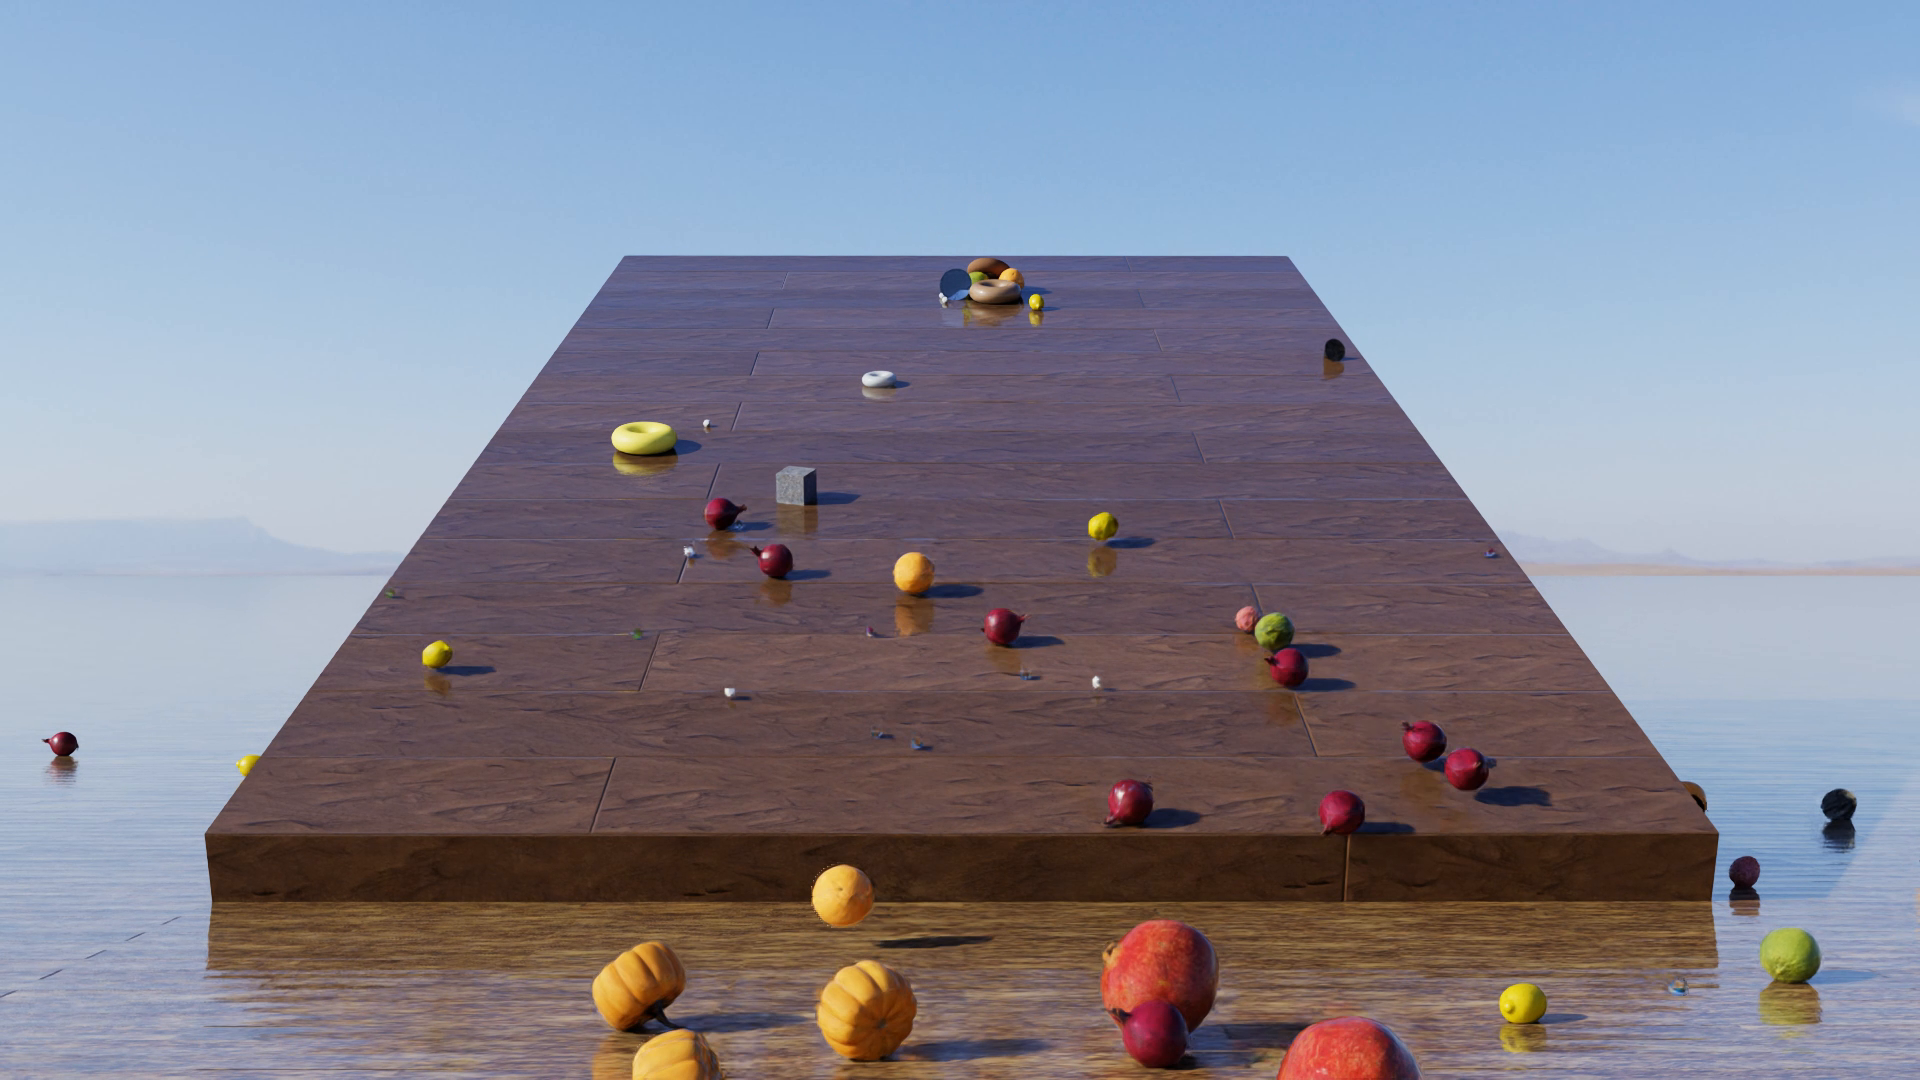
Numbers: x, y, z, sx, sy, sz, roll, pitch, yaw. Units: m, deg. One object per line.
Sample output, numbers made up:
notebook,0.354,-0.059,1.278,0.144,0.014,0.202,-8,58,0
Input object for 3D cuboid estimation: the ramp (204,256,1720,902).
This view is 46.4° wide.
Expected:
ramp,-0.004,-0.188,4.872,2.000,0.100,4.000,0,18,0

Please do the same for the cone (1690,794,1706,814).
cone,1.234,0.475,3.747,0.077,0.077,0.077,31,-17,-29

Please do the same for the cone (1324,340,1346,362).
cone,0.907,-0.459,5.502,0.057,0.057,0.057,0,-10,-20

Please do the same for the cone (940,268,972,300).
cone,-0.003,-0.696,6.196,0.090,0.090,0.090,0,-9,11

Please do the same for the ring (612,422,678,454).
ring,-0.665,-0.214,4.717,0.137,0.046,0.137,1,18,0

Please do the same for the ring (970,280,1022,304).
ring,0.097,-0.681,6.141,0.144,0.048,0.144,0,19,0

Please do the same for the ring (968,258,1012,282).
ring,0.083,-0.749,6.277,0.128,0.043,0.128,7,-21,3

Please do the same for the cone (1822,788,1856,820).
cone,1.572,0.482,3.979,0.061,0.061,0.061,-1,-28,41

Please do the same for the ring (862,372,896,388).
ring,-0.189,-0.376,5.240,0.081,0.027,0.081,-1,18,0

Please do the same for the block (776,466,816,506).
block,-0.319,-0.106,4.366,0.059,0.059,0.059,7,19,20
